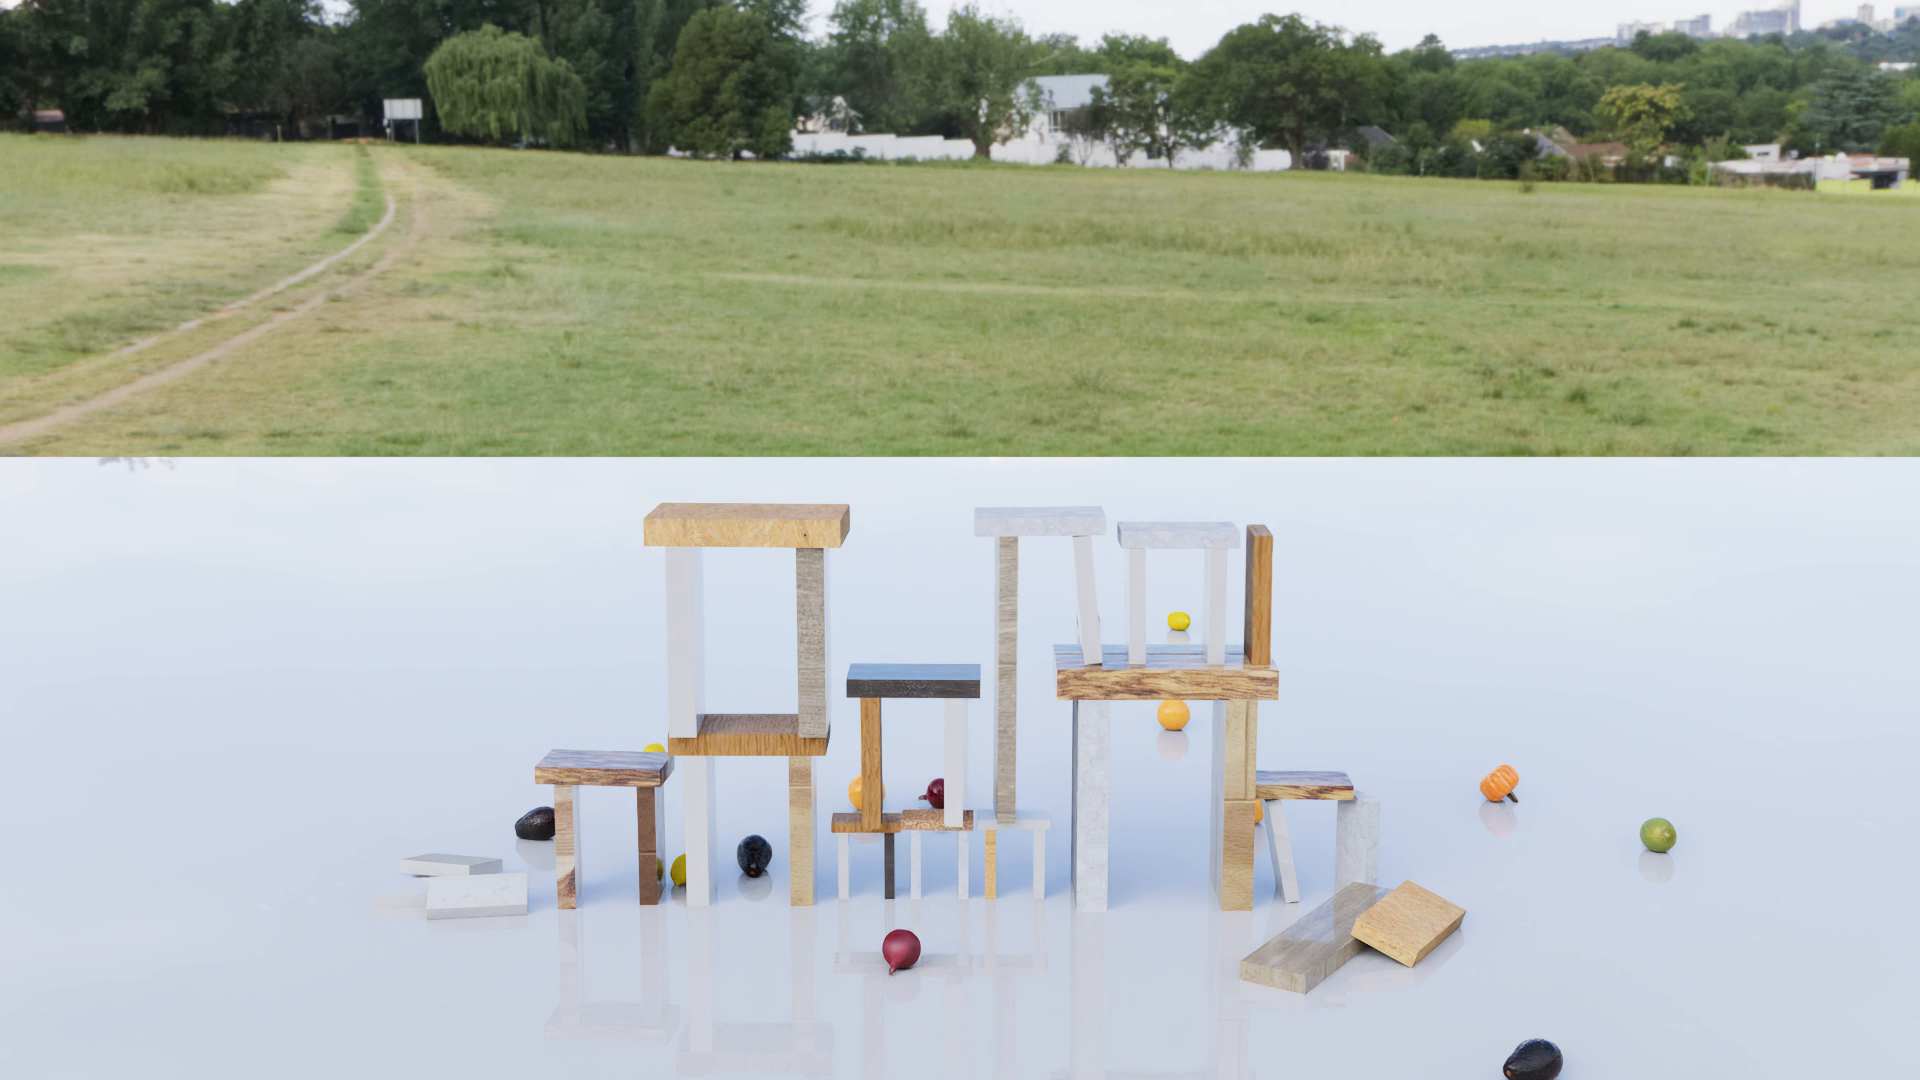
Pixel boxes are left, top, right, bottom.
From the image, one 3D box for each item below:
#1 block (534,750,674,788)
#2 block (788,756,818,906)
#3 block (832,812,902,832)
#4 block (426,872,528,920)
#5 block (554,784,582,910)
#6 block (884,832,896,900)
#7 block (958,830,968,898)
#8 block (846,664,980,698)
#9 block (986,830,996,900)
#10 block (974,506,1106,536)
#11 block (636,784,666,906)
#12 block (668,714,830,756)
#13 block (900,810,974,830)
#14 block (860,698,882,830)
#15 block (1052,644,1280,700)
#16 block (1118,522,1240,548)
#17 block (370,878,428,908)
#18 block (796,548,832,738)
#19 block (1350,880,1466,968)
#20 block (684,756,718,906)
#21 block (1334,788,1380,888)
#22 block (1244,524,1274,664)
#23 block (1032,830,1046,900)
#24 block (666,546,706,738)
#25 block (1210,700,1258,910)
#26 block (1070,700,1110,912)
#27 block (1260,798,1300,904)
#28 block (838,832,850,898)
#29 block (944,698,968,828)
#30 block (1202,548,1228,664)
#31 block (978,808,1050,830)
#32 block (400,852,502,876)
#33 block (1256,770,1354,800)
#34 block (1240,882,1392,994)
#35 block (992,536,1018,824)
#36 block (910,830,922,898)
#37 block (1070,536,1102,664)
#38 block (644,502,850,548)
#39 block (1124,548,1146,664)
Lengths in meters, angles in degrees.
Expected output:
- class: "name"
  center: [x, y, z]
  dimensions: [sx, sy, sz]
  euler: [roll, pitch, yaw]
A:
- class: "block"
  center: [-0.583, 0.375, 3.614]
  dimensions: [0.207, 0.029, 0.103]
  euler: [1, 11, 5]
- class: "block"
  center: [-0.260, 0.464, 3.649]
  dimensions: [0.036, 0.256, 0.128]
  euler: [0, 11, 0]
- class: "block"
  center: [-0.155, 0.469, 3.649]
  dimensions: [0.114, 0.016, 0.057]
  euler: [0, 11, 0]
- class: "block"
  center: [-0.786, 0.580, 3.586]
  dimensions: [0.159, 0.023, 0.080]
  euler: [-2, 32, -9]
- class: "block"
  center: [-0.646, 0.493, 3.627]
  dimensions: [0.029, 0.207, 0.103]
  euler: [-1, 11, -4]
- class: "block"
  center: [-0.117, 0.533, 3.661]
  dimensions: [0.016, 0.114, 0.057]
  euler: [0, 11, 0]
- class: "block"
  center: [0.005, 0.531, 3.663]
  dimensions: [0.017, 0.119, 0.059]
  euler: [0, 11, -1]
- class: "block"
  center: [-0.074, 0.230, 3.597]
  dimensions: [0.216, 0.031, 0.108]
  euler: [0, 11, 1]
- class: "block"
  center: [0.051, 0.531, 3.661]
  dimensions: [0.017, 0.120, 0.060]
  euler: [0, 11, 0]
- class: "block"
  center: [0.128, -0.030, 3.557]
  dimensions: [0.210, 0.030, 0.105]
  euler: [-1, 11, 0]
- class: "block"
  center: [-0.511, 0.489, 3.647]
  dimensions: [0.029, 0.207, 0.103]
  euler: [0, 11, 0]
- class: "block"
  center: [-0.345, 0.320, 3.622]
  dimensions: [0.256, 0.036, 0.128]
  euler: [0, 11, 0]
- class: "block"
  center: [-0.037, 0.464, 3.648]
  dimensions: [0.119, 0.017, 0.059]
  euler: [0, 11, 1]
- class: "block"
  center: [-0.145, 0.353, 3.623]
  dimensions: [0.031, 0.221, 0.108]
  euler: [0, 11, 0]
- class: "block"
  center: [0.333, 0.216, 3.605]
  dimensions: [0.355, 0.050, 0.177]
  euler: [0, 11, 0]
- class: "block"
  center: [0.353, -0.008, 3.558]
  dimensions: [0.190, 0.027, 0.095]
  euler: [0, 11, 0]
- class: "block"
  center: [-0.887, 0.583, 3.643]
  dimensions: [0.159, 0.023, 0.080]
  euler: [-1, 11, -5]
- class: "block"
  center: [-0.237, 0.150, 3.584]
  dimensions: [0.044, 0.312, 0.156]
  euler: [0, 11, 0]
- class: "block"
  center: [0.705, 0.600, 3.448]
  dimensions: [0.106, 0.030, 0.211]
  euler: [27, 22, 26]
- class: "block"
  center: [-0.430, 0.464, 3.650]
  dimensions: [0.036, 0.256, 0.128]
  euler: [0, 11, 0]
- class: "block"
  center: [0.662, 0.505, 3.663]
  dimensions: [0.024, 0.169, 0.085]
  euler: [-5, 12, -25]
- class: "block"
  center: [0.485, 0.088, 3.577]
  dimensions: [0.030, 0.212, 0.106]
  euler: [0, 11, 0]
- class: "block"
  center: [0.131, 0.531, 3.661]
  dimensions: [0.017, 0.120, 0.060]
  euler: [0, 11, -1]
- class: "block"
  center: [-0.447, 0.150, 3.585]
  dimensions: [0.044, 0.312, 0.156]
  euler: [0, 11, -1]
- class: "block"
  center: [0.452, 0.415, 3.642]
  dimensions: [0.050, 0.355, 0.177]
  euler: [0, 11, 0]
- class: "block"
  center: [0.215, 0.415, 3.642]
  dimensions: [0.050, 0.355, 0.177]
  euler: [0, 11, 0]
- class: "block"
  center: [0.530, 0.507, 3.648]
  dimensions: [0.024, 0.169, 0.085]
  euler: [-12, 11, -1]
- class: "block"
  center: [-0.193, 0.533, 3.661]
  dimensions: [0.016, 0.114, 0.057]
  euler: [0, 11, 0]
- class: "block"
  center: [-0.006, 0.352, 3.618]
  dimensions: [0.031, 0.216, 0.108]
  euler: [1, 11, 5]
- class: "block"
  center: [0.414, 0.099, 3.578]
  dimensions: [0.027, 0.190, 0.095]
  euler: [1, 11, 0]
- class: "block"
  center: [0.089, 0.463, 3.649]
  dimensions: [0.120, 0.017, 0.060]
  euler: [0, 11, 0]
- class: "block"
  center: [-0.864, 0.553, 3.732]
  dimensions: [0.159, 0.023, 0.080]
  euler: [-1, 1, 31]
- class: "block"
  center: [0.562, 0.407, 3.655]
  dimensions: [0.169, 0.024, 0.085]
  euler: [1, 10, 0]
- class: "block"
  center: [0.580, 0.617, 3.439]
  dimensions: [0.106, 0.030, 0.423]
  euler: [7, 13, 33]
- class: "block"
  center: [0.074, 0.220, 3.604]
  dimensions: [0.030, 0.478, 0.105]
  euler: [0, 11, -3]
- class: "block"
  center: [-0.074, 0.531, 3.663]
  dimensions: [0.017, 0.119, 0.059]
  euler: [0, 11, -2]
- class: "block"
  center: [0.205, 0.087, 3.579]
  dimensions: [0.030, 0.210, 0.105]
  euler: [-6, 10, 1]
- class: "block"
  center: [-0.341, -0.025, 3.548]
  dimensions: [0.312, 0.044, 0.156]
  euler: [1, 11, 3]
- class: "block"
  center: [0.285, 0.098, 3.578]
  dimensions: [0.027, 0.190, 0.095]
  euler: [-1, 11, 0]
